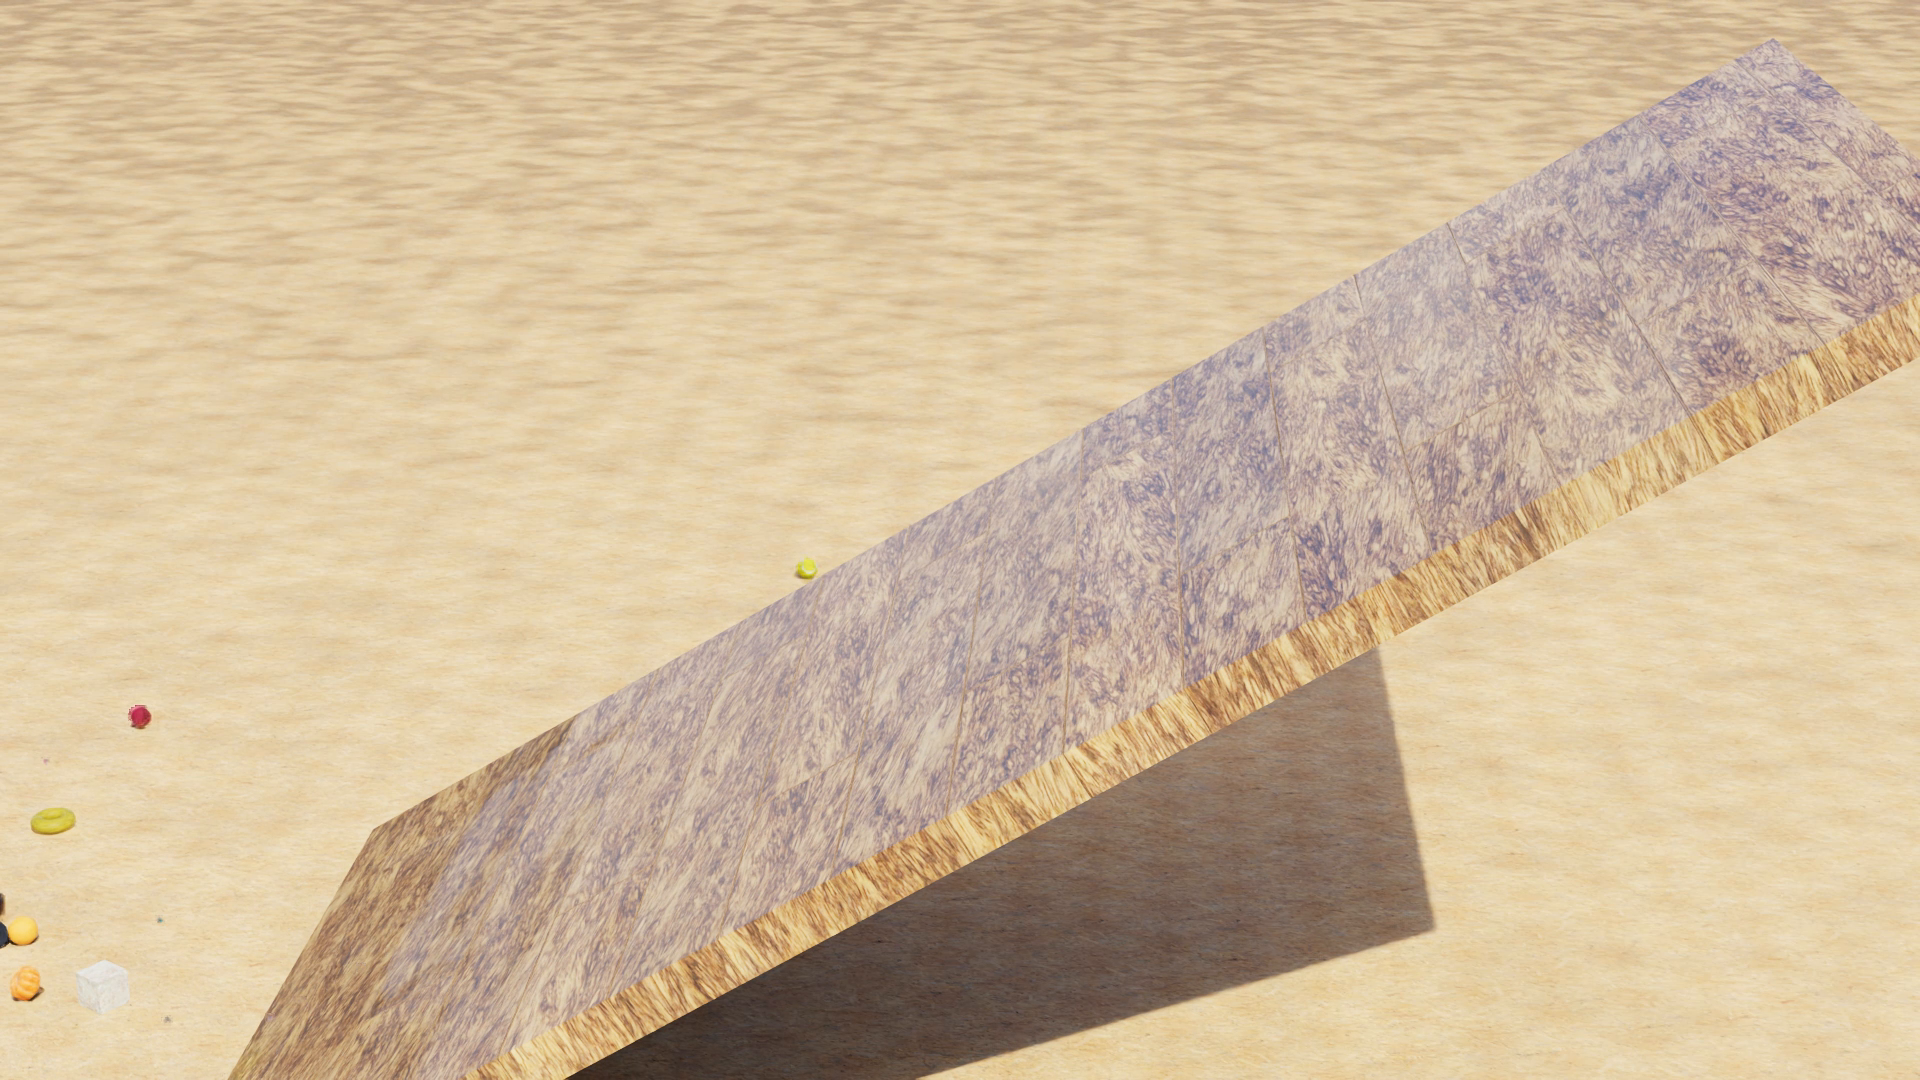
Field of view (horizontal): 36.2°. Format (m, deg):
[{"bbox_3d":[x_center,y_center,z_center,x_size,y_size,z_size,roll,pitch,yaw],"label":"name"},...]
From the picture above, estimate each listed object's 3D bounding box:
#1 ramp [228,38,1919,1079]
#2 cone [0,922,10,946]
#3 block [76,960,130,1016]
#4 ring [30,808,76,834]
[{"bbox_3d":[0.141,0.169,6.289,4.000,0.100,2.000,-29,15,13],"label":"ramp"},{"bbox_3d":[-2.359,0.972,7.242,0.071,0.071,0.071,4,-7,12],"label":"cone"},{"bbox_3d":[-2.020,1.054,6.930,0.084,0.084,0.084,14,24,35],"label":"block"},{"bbox_3d":[-2.425,0.751,7.864,0.117,0.039,0.117,-1,20,0],"label":"ring"}]
